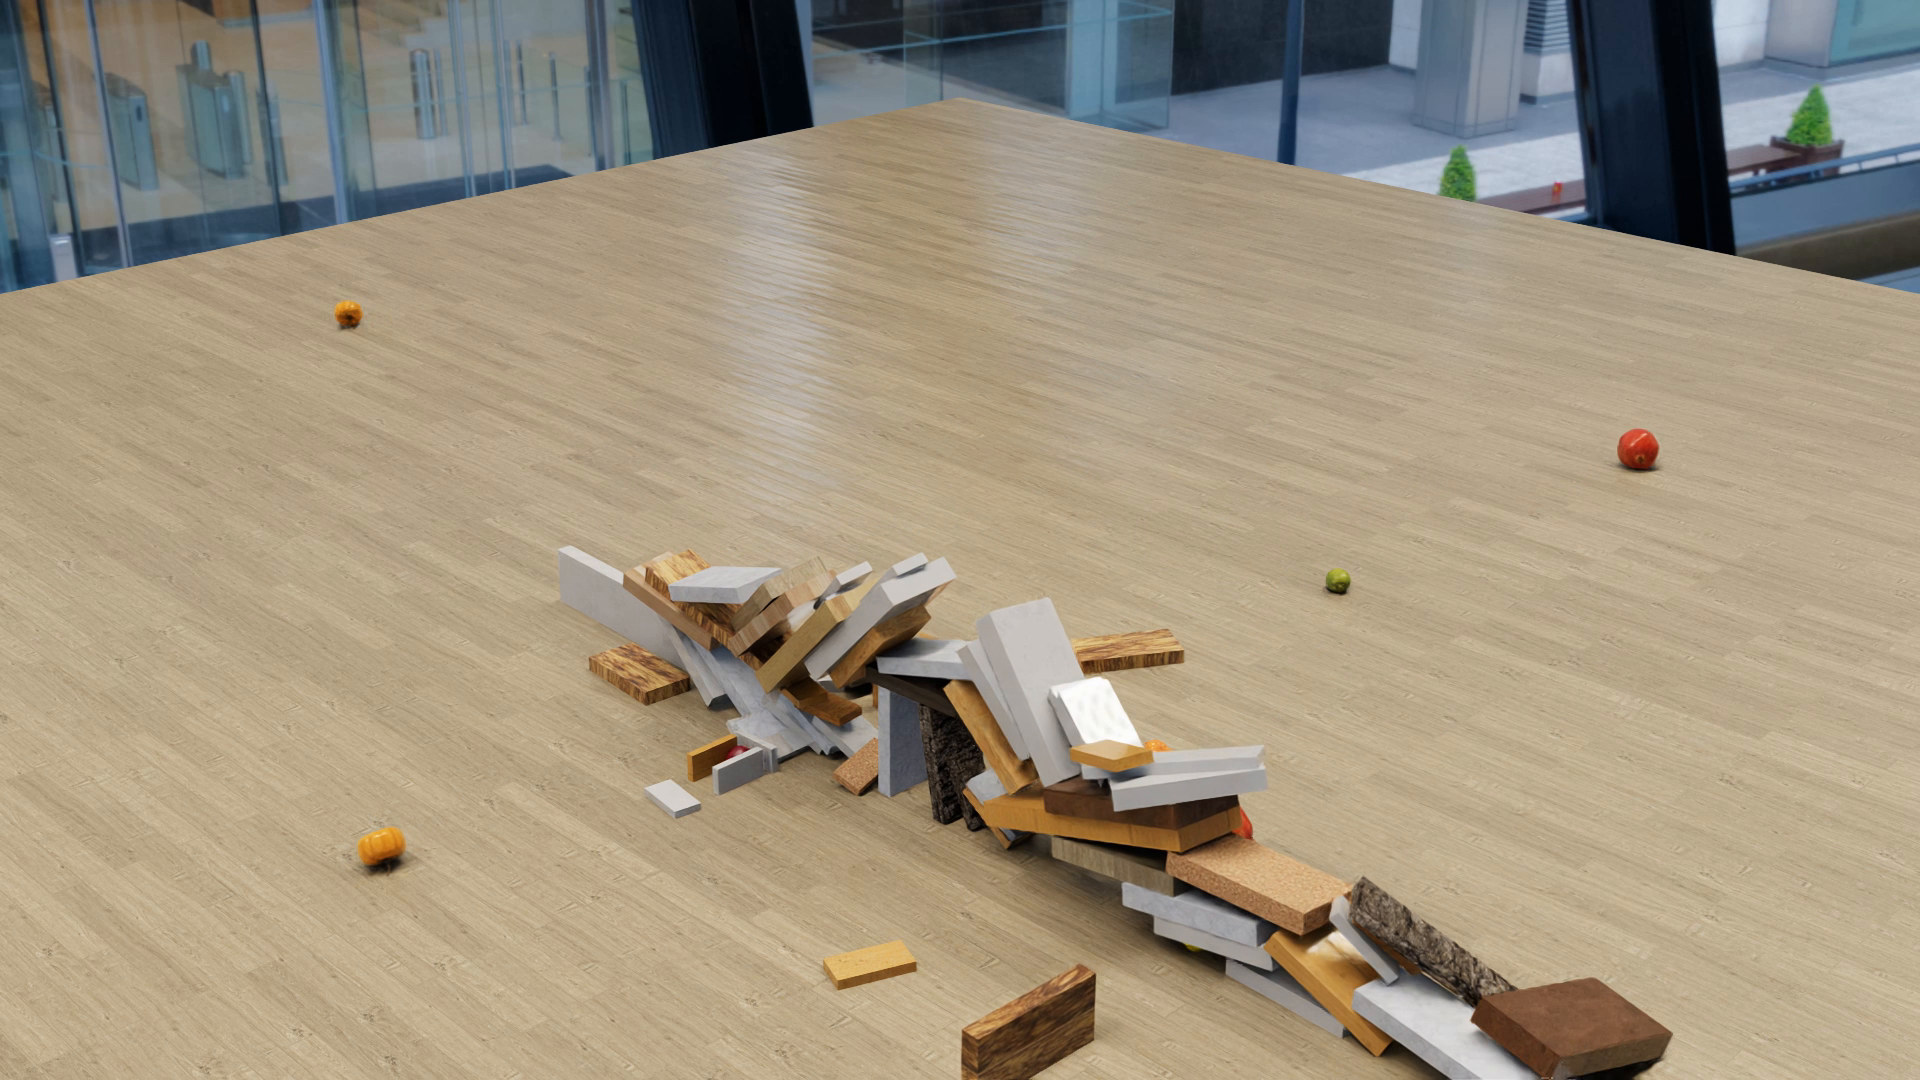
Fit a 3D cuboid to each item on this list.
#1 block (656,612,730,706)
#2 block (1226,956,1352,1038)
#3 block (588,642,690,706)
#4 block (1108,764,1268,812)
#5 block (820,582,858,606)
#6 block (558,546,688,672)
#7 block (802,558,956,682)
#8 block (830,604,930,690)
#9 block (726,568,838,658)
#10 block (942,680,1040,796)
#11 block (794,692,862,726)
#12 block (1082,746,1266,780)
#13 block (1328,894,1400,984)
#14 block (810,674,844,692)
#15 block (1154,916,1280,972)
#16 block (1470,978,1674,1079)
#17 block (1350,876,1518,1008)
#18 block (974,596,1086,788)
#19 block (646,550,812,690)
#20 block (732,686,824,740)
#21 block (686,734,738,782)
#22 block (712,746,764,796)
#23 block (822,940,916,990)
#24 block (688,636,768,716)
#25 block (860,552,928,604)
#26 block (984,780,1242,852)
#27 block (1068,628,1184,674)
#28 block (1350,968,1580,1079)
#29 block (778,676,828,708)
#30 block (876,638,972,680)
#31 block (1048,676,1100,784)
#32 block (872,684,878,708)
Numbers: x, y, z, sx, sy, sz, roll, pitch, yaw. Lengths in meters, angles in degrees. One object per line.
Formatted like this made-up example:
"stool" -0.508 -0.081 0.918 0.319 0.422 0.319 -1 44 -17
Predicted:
"block" -0.565 0.228 4.940 0.142 0.040 0.284 -18 66 -34
"block" 0.612 0.780 3.876 0.131 0.037 0.263 -20 30 -38
"block" -0.730 0.303 5.003 0.118 0.034 0.237 -18 29 -37
"block" 0.405 0.431 3.931 0.274 0.039 0.137 -8 7 1
"block" -0.262 0.143 4.539 0.079 0.158 0.022 -26 78 -30
"block" -0.780 0.161 5.204 0.039 0.138 0.553 -20 30 -38
"block" -0.164 0.161 4.433 0.175 0.349 0.049 -23 76 -40
"block" -0.163 0.217 4.458 0.126 0.253 0.036 -26 78 -33
"block" -0.370 0.155 4.624 0.138 0.039 0.275 -26 -8 -40
"block" 0.082 0.366 4.294 0.123 0.035 0.246 -22 75 -42
"block" -0.281 0.353 4.668 0.137 0.019 0.068 19 31 38
"block" 0.384 0.400 3.953 0.322 0.023 0.080 -6 7 20
"block" 0.688 0.678 3.736 0.150 0.021 0.075 48 21 -2
"block" -0.324 0.287 5.044 0.110 0.031 0.220 -2 23 -5
"block" 0.491 0.699 3.936 0.263 0.037 0.131 10 18 43
"block" 1.015 0.807 3.641 0.336 0.048 0.168 3 24 -42
"block" 0.839 0.725 3.718 0.420 0.029 0.104 36 24 -1
"block" 0.169 0.292 4.248 0.175 0.349 0.049 -12 -15 -45
"block" -0.496 0.170 4.817 0.455 0.036 0.126 36 43 30
"block" -0.373 0.391 4.754 0.244 0.022 0.078 -21 70 -40
"block" -0.518 0.456 4.607 0.017 0.061 0.122 21 31 40
"block" -0.459 0.478 4.555 0.017 0.061 0.122 21 31 40
"block" -0.162 0.761 3.940 0.150 0.021 0.075 -10 25 -22
"block" -0.470 0.282 4.869 0.142 0.040 0.283 -18 59 -36
"block" -0.132 0.082 4.362 0.080 0.160 0.023 -25 77 -37
"block" 0.280 0.516 4.140 0.168 0.048 0.512 -14 9 -41
"block" 0.237 0.273 5.075 0.550 0.034 0.118 -6 24 -13
"block" 1.002 0.935 3.416 0.137 0.039 0.940 -14 31 -36
"block" -0.346 0.315 4.706 0.068 0.019 0.137 -17 30 -28
"block" -0.034 0.235 4.364 0.246 0.035 0.123 2 17 41
"block" 0.255 0.358 4.156 0.104 0.029 0.208 -10 53 -21
"block" -0.130 0.315 4.916 0.022 0.079 0.158 22 32 40
